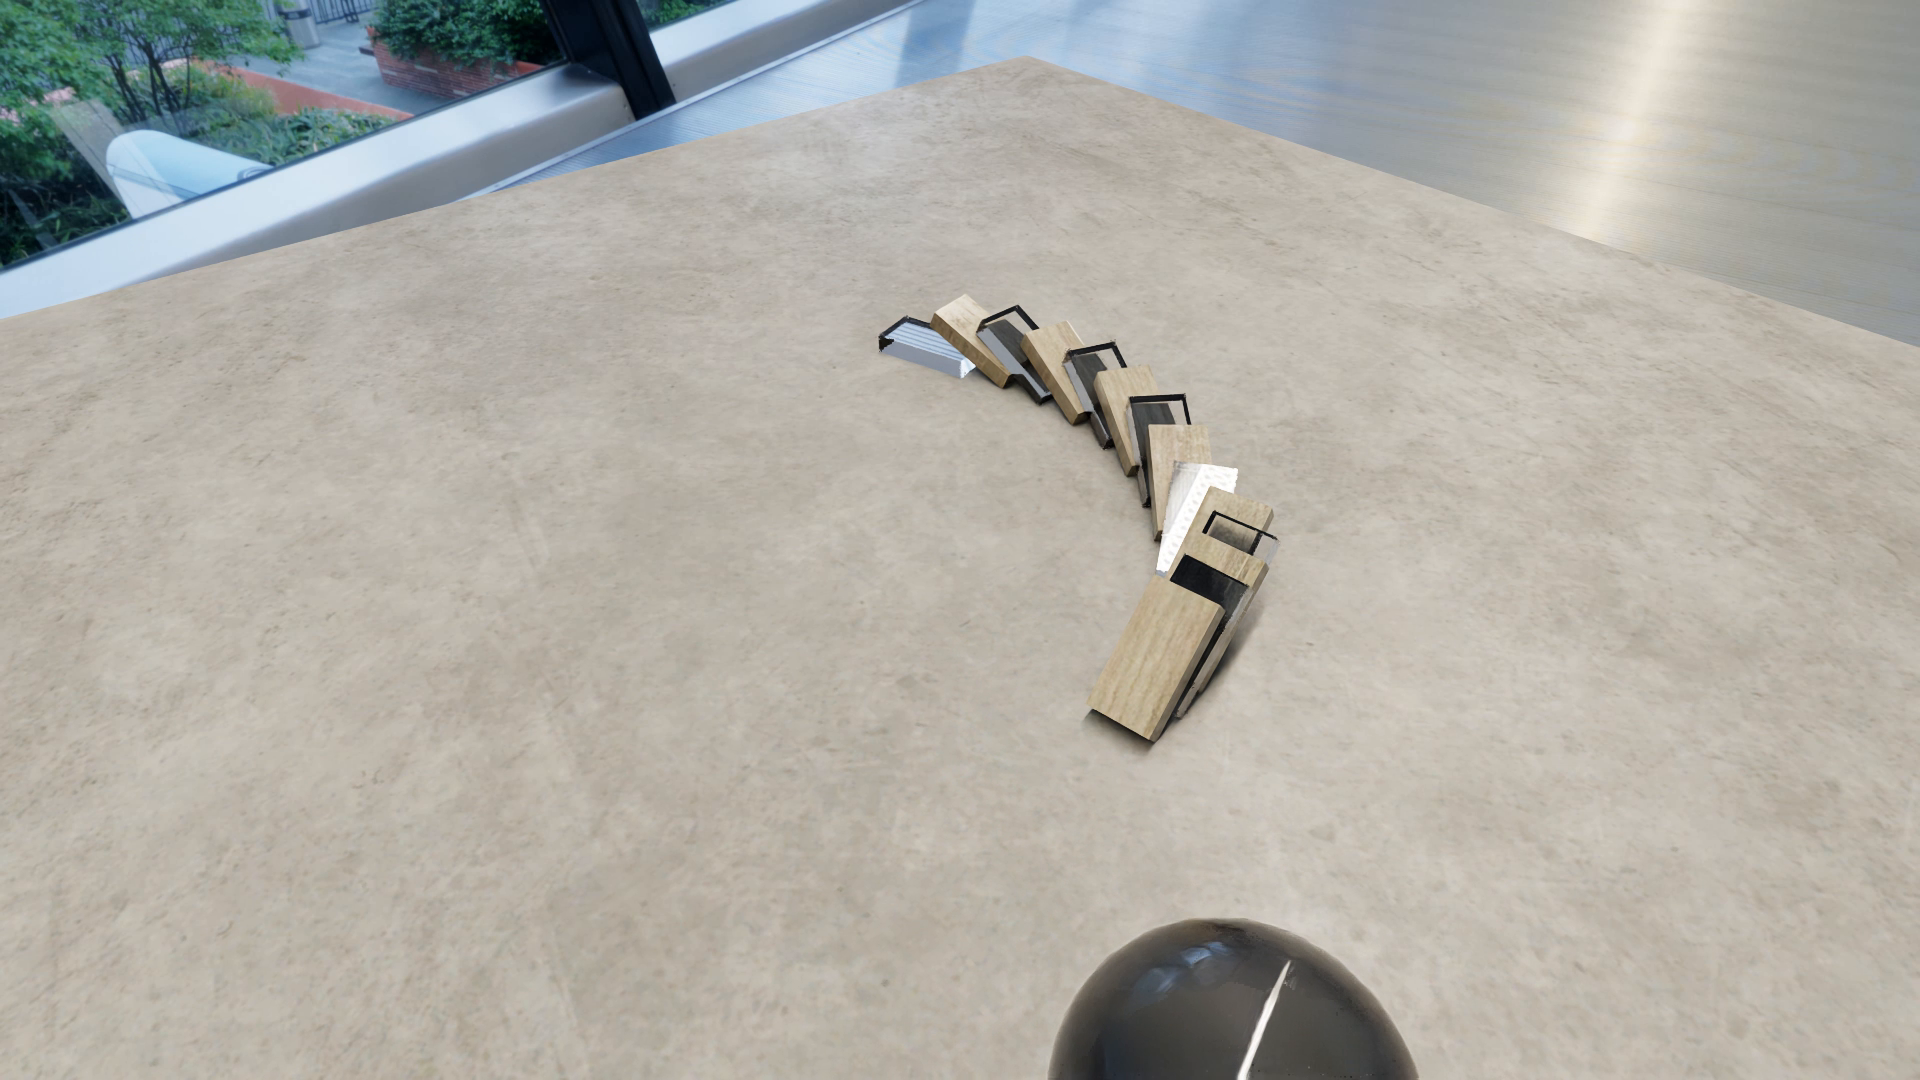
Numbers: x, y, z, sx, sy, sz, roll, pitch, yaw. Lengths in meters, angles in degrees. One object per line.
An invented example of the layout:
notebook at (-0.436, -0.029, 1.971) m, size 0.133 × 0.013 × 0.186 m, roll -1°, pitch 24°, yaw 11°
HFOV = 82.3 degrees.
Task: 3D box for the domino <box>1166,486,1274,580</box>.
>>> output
domino at (0.096, 0.007, 0.414) m, size 0.025 × 0.010 × 0.050 m, roll 23°, pitch 79°, yaw 26°

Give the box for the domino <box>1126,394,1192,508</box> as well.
domino at (0.088, -0.039, 0.476) m, size 0.025 × 0.009 × 0.050 m, roll -4°, pitch 64°, yaw -5°

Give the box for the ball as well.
ball at (0.058, 0.123, 0.237) m, size 0.080 × 0.080 × 0.080 m, roll 0°, pitch 39°, yaw 0°

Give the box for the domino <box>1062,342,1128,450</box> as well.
domino at (0.069, -0.068, 0.511) m, size 0.025 × 0.009 × 0.050 m, roll -14°, pitch 65°, yaw -16°

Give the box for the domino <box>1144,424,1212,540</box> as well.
domino at (0.092, -0.024, 0.457) m, size 0.025 × 0.009 × 0.050 m, roll 0°, pitch 64°, yaw -1°

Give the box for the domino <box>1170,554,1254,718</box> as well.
domino at (0.077, 0.033, 0.379) m, size 0.025 × 0.010 × 0.050 m, roll 29°, pitch 88°, yaw 29°

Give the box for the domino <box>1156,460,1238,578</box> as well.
domino at (0.094, -0.006, 0.436) m, size 0.025 × 0.010 × 0.050 m, roll 9°, pitch 64°, yaw 11°

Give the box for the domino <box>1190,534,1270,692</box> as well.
domino at (0.085, 0.026, 0.388) m, size 0.025 × 0.010 × 0.050 m, roll 28°, pitch 87°, yaw 29°

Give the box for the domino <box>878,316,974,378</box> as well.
domino at (-0.014, -0.100, 0.565) m, size 0.050 × 0.010 × 0.025 m, roll 21°, pitch 44°, yaw 24°

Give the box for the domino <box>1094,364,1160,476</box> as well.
domino at (0.080, -0.054, 0.494) m, size 0.025 × 0.009 × 0.050 m, roll -10°, pitch 65°, yaw -12°

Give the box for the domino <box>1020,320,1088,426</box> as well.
domino at (0.053, -0.080, 0.526) m, size 0.025 × 0.009 × 0.050 m, roll -21°, pitch 68°, yaw -24°

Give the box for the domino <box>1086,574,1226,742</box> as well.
domino at (0.066, 0.040, 0.371) m, size 0.025 × 0.009 × 0.050 m, roll 27°, pitch 87°, yaw 29°

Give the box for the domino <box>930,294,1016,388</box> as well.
domino at (0.012, -0.100, 0.551) m, size 0.050 × 0.009 × 0.025 m, roll 42°, pitch 52°, yaw 11°

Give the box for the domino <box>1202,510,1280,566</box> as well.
domino at (0.092, 0.017, 0.398) m, size 0.025 × 0.009 × 0.050 m, roll 27°, pitch 87°, yaw 28°

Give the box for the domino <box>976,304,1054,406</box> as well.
domino at (0.034, -0.091, 0.539) m, size 0.025 × 0.009 × 0.050 m, roll -29°, pitch 72°, yaw -31°
